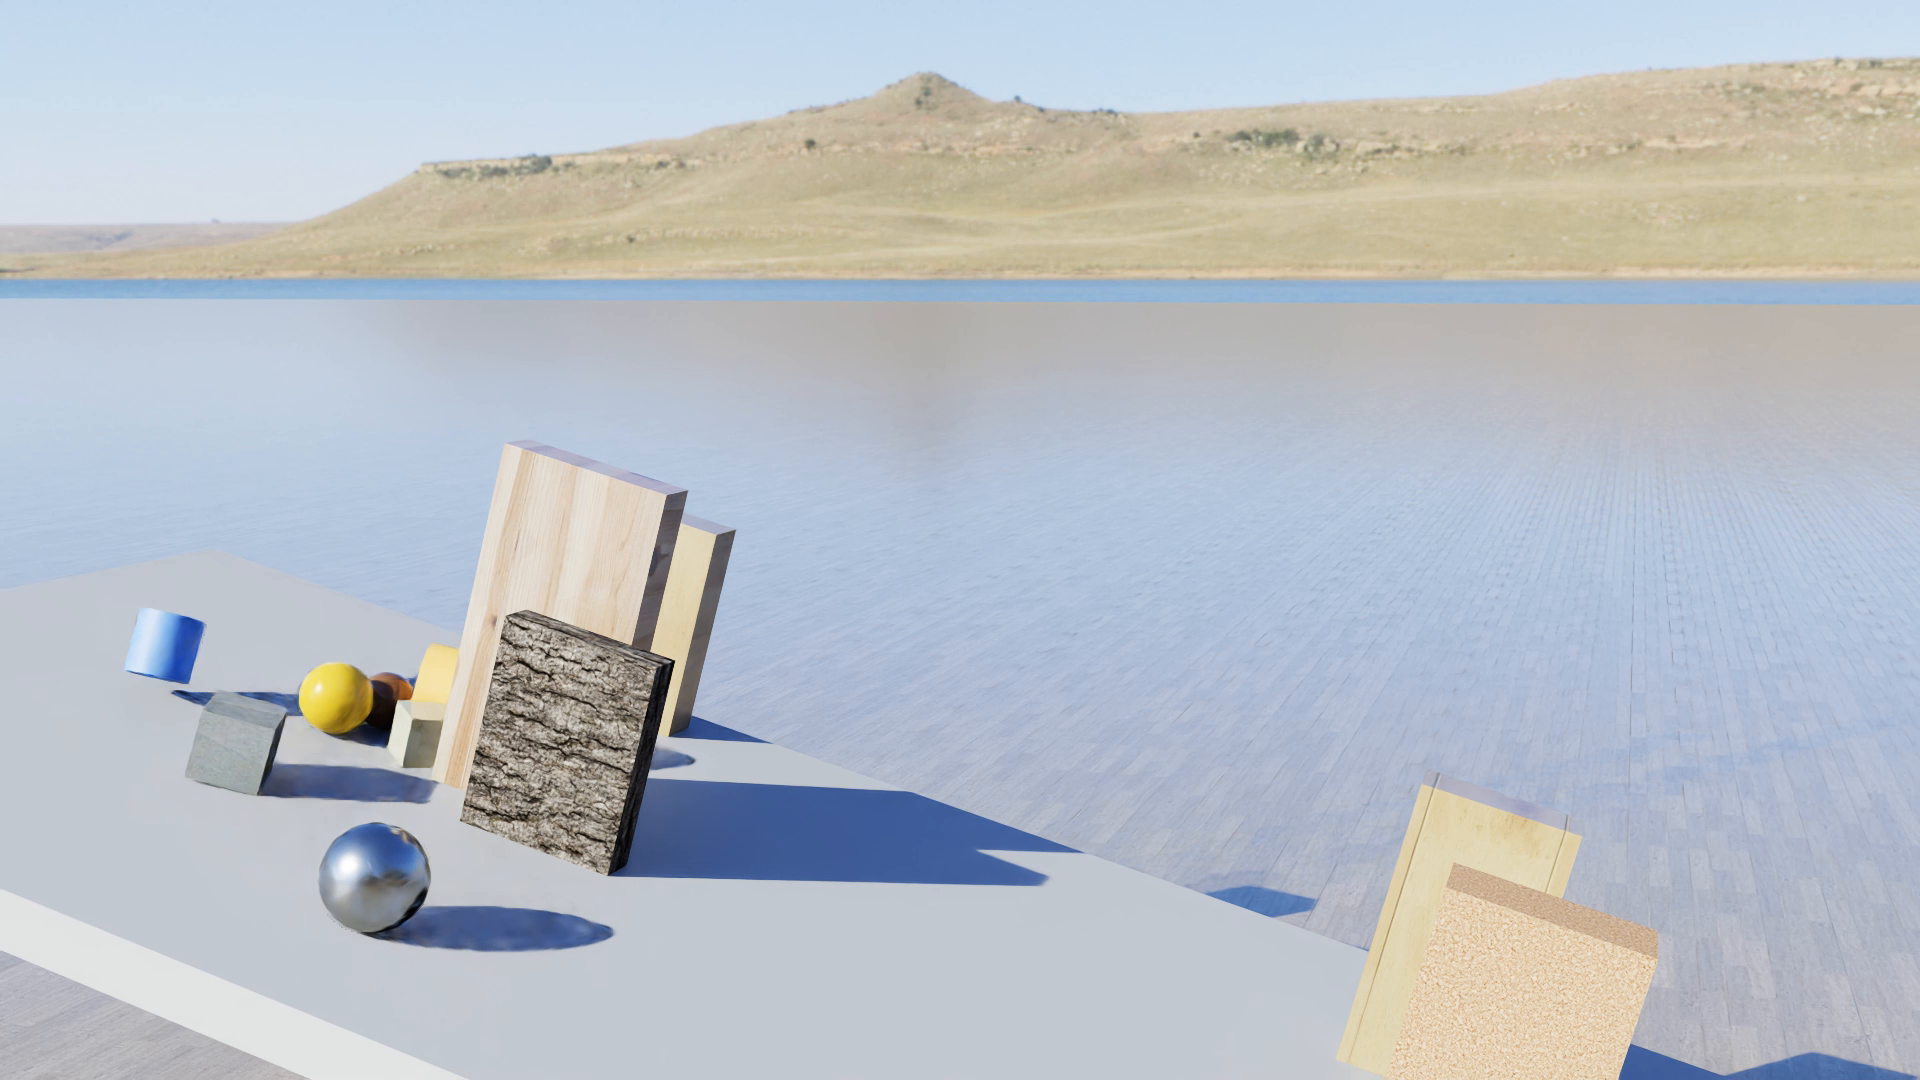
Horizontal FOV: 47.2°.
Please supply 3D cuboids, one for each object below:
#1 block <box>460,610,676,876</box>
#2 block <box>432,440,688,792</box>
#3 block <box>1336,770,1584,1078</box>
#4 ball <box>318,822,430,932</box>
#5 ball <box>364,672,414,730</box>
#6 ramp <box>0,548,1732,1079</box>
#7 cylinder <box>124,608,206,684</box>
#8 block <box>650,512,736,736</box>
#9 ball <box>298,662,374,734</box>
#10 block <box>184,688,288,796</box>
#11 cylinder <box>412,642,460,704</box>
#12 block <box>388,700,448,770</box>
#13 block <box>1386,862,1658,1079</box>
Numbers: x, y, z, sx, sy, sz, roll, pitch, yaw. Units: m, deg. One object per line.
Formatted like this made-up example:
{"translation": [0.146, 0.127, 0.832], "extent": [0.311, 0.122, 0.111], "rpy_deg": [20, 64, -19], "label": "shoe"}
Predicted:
{"translation": [-0.762, 0.390, 4.256], "extent": [0.327, 0.426, 0.085], "rpy_deg": [18, 11, 15], "label": "block"}
{"translation": [-0.807, 0.194, 4.416], "extent": [0.360, 0.715, 0.103], "rpy_deg": [18, 11, 15], "label": "block"}
{"translation": [0.958, 0.769, 4.223], "extent": [0.305, 0.574, 0.129], "rpy_deg": [18, 11, 15], "label": "block"}
{"translation": [-0.987, 0.569, 3.708], "extent": [0.184, 0.184, 0.184], "rpy_deg": [0, 7, 0], "label": "ball"}
{"translation": [-1.223, 0.343, 4.686], "extent": [0.123, 0.123, 0.123], "rpy_deg": [0, 7, 0], "label": "ball"}
{"translation": [-0.386, 0.768, 4.246], "extent": [4.000, 0.100, 2.000], "rpy_deg": [18, 11, 15], "label": "ramp"}
{"translation": [-1.634, 0.219, 4.517], "extent": [0.130, 0.130, 0.130], "rpy_deg": [11, -10, 2], "label": "cylinder"}
{"translation": [-0.741, 0.174, 5.175], "extent": [0.302, 0.497, 0.116], "rpy_deg": [18, 11, 15], "label": "block"}
{"translation": [-1.296, 0.328, 4.571], "extent": [0.151, 0.151, 0.151], "rpy_deg": [0, 7, 0], "label": "ball"}
{"translation": [-1.381, 0.386, 4.202], "extent": [0.137, 0.137, 0.137], "rpy_deg": [17, 11, -10], "label": "block"}
{"translation": [-1.061, 0.338, 4.727], "extent": [0.196, 0.196, 0.196], "rpy_deg": [14, 6, -5], "label": "cylinder"}
{"translation": [-1.111, 0.405, 4.564], "extent": [0.107, 0.107, 0.107], "rpy_deg": [8, 13, -33], "label": "block"}
{"translation": [0.749, 0.856, 3.170], "extent": [0.297, 0.706, 0.138], "rpy_deg": [18, 11, 15], "label": "block"}
